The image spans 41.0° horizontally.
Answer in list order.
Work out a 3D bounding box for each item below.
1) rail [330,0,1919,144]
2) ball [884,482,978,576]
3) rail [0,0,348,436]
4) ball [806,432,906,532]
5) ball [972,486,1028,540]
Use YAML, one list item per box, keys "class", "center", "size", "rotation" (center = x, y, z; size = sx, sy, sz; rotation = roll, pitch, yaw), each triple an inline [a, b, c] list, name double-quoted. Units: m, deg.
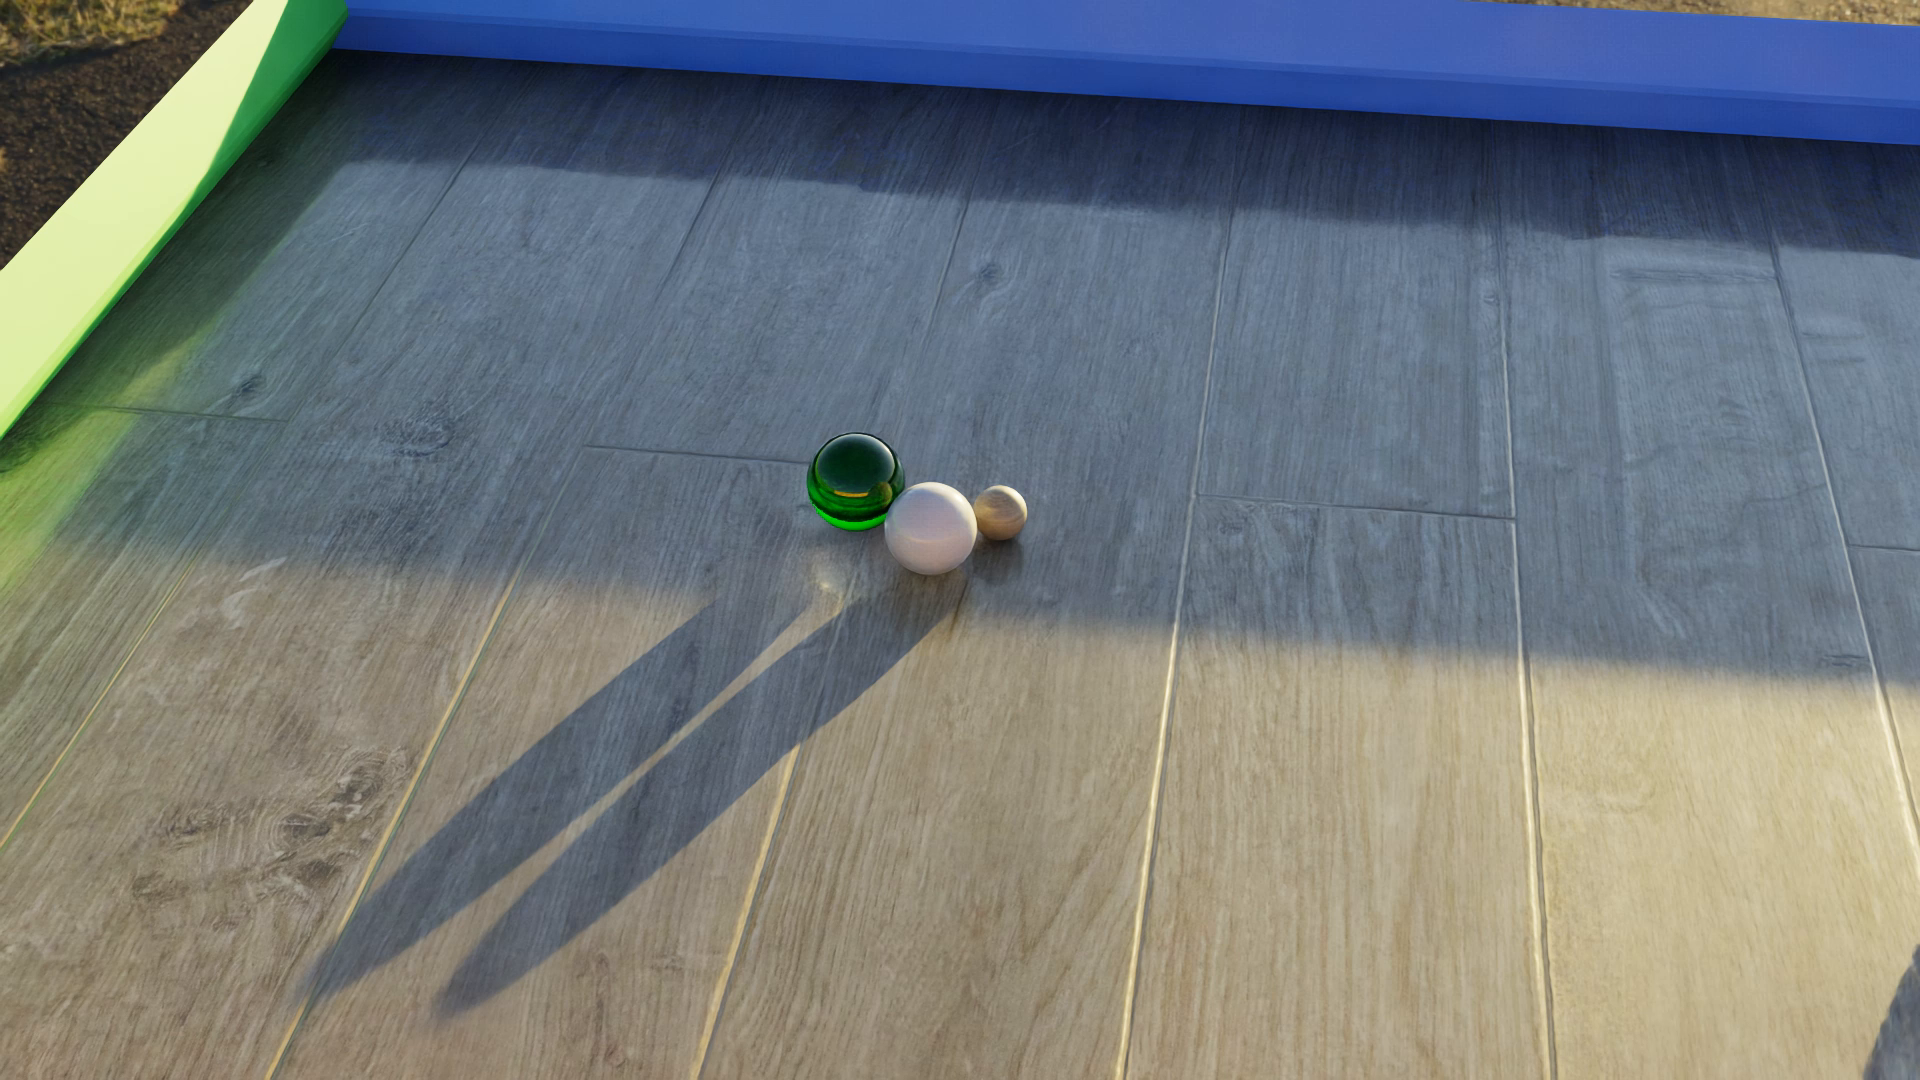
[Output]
- class: "rail"
  center: [0.918, -0.434, 2.499]
  size: [3.225, 0.123, 0.045]
  rotation: [5, 35, 7]
- class: "ball"
  center: [-0.022, -0.008, 1.932]
  size: [0.070, 0.070, 0.070]
  rotation: [0, 35, 0]
- class: "rail"
  center: [-0.775, -0.089, 2.000]
  size: [0.045, 0.123, 1.732]
  rotation: [5, 35, 7]
- class: "ball"
  center: [-0.080, -0.045, 1.979]
  size: [0.077, 0.077, 0.077]
  rotation: [0, 35, 0]
- class: "ball"
  center: [0.030, -0.021, 1.974]
  size: [0.042, 0.042, 0.042]
  rotation: [0, 35, 0]
